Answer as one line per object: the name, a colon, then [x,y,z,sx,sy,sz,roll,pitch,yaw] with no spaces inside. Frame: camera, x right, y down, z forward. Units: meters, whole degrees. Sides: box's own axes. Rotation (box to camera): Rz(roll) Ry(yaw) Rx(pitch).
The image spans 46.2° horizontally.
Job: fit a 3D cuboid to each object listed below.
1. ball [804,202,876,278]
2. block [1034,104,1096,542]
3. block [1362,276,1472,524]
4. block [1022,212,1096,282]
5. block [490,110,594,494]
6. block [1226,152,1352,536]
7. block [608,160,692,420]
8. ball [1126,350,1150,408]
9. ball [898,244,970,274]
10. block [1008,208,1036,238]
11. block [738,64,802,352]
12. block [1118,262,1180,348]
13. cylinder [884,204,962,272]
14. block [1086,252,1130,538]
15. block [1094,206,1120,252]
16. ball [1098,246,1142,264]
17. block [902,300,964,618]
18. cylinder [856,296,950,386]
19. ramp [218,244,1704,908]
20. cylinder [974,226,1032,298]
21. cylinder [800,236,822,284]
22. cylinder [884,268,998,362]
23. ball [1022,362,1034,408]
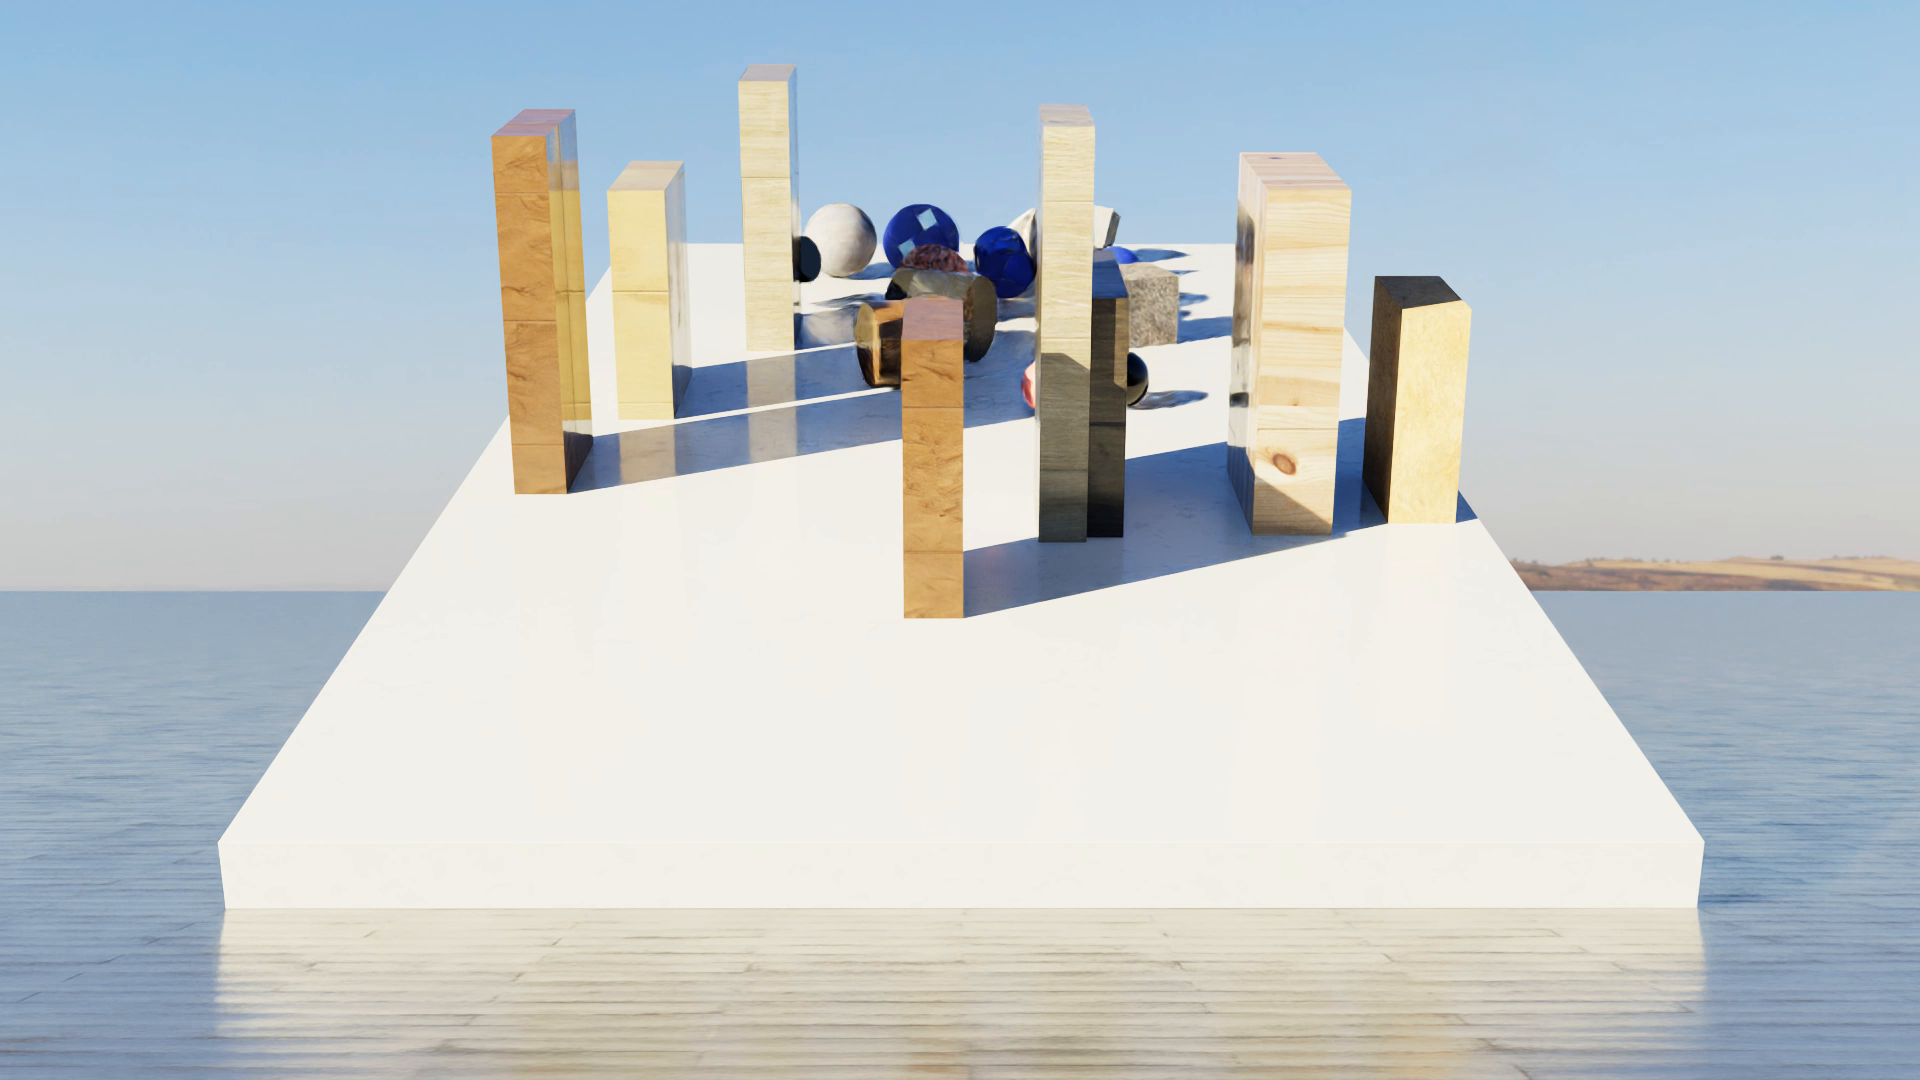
ball: [-0.338,-0.845,6.345,0.207,0.207,0.207,0,-1,0]
block: [0.191,-0.405,4.203,0.090,0.771,0.277,0,19,0]
block: [0.882,-0.276,4.373,0.128,0.418,0.290,0,19,0]
block: [0.275,-0.816,6.228,0.154,0.154,0.154,0,-17,-16]
block: [-0.832,-0.483,4.519,0.103,0.708,0.353,0,19,0]
block: [0.624,-0.385,4.328,0.149,0.652,0.419,0,19,0]
block: [-0.695,-0.569,5.078,0.122,0.508,0.385,0,19,0]
ball: [0.362,-0.362,5.064,0.130,0.130,0.130,0,-1,0]
ball: [-0.071,-0.673,5.866,0.195,0.195,0.195,0,-1,0]
block: [0.187,-0.855,6.409,0.110,0.110,0.110,-48,13,-27]
block: [-0.469,-0.832,5.612,0.117,0.659,0.330,0,19,0]
block: [0.430,-0.589,5.654,0.174,0.174,0.174,-7,20,-21]
cylinder: [-0.099,-0.809,6.109,0.204,0.204,0.204,0,8,2]
block: [0.255,-0.289,4.349,0.101,0.457,0.421,0,19,0]
block: [0.384,-0.903,6.527,0.117,0.117,0.117,15,1,15]
ball: [0.411,-0.697,5.979,0.166,0.166,0.166,0,-1,0]
block: [-0.046,-0.143,3.878,0.101,0.486,0.287,0,19,0]
cylinder: [-0.122,-0.465,5.261,0.195,0.195,0.195,-7,1,-19]
ramp: [-0.004,-0.197,4.936,2.000,0.100,4.000,0,19,0]
cylinder: [0.116,-0.755,6.132,0.149,0.149,0.149,0,31,-6]
cylinder: [-0.453,-0.733,5.932,0.125,0.125,0.125,-2,-2,40]
cylinder: [-0.048,-0.549,5.481,0.210,0.210,0.210,9,3,24]
ball: [0.199,-0.344,5.019,0.124,0.124,0.124,0,-1,0]
